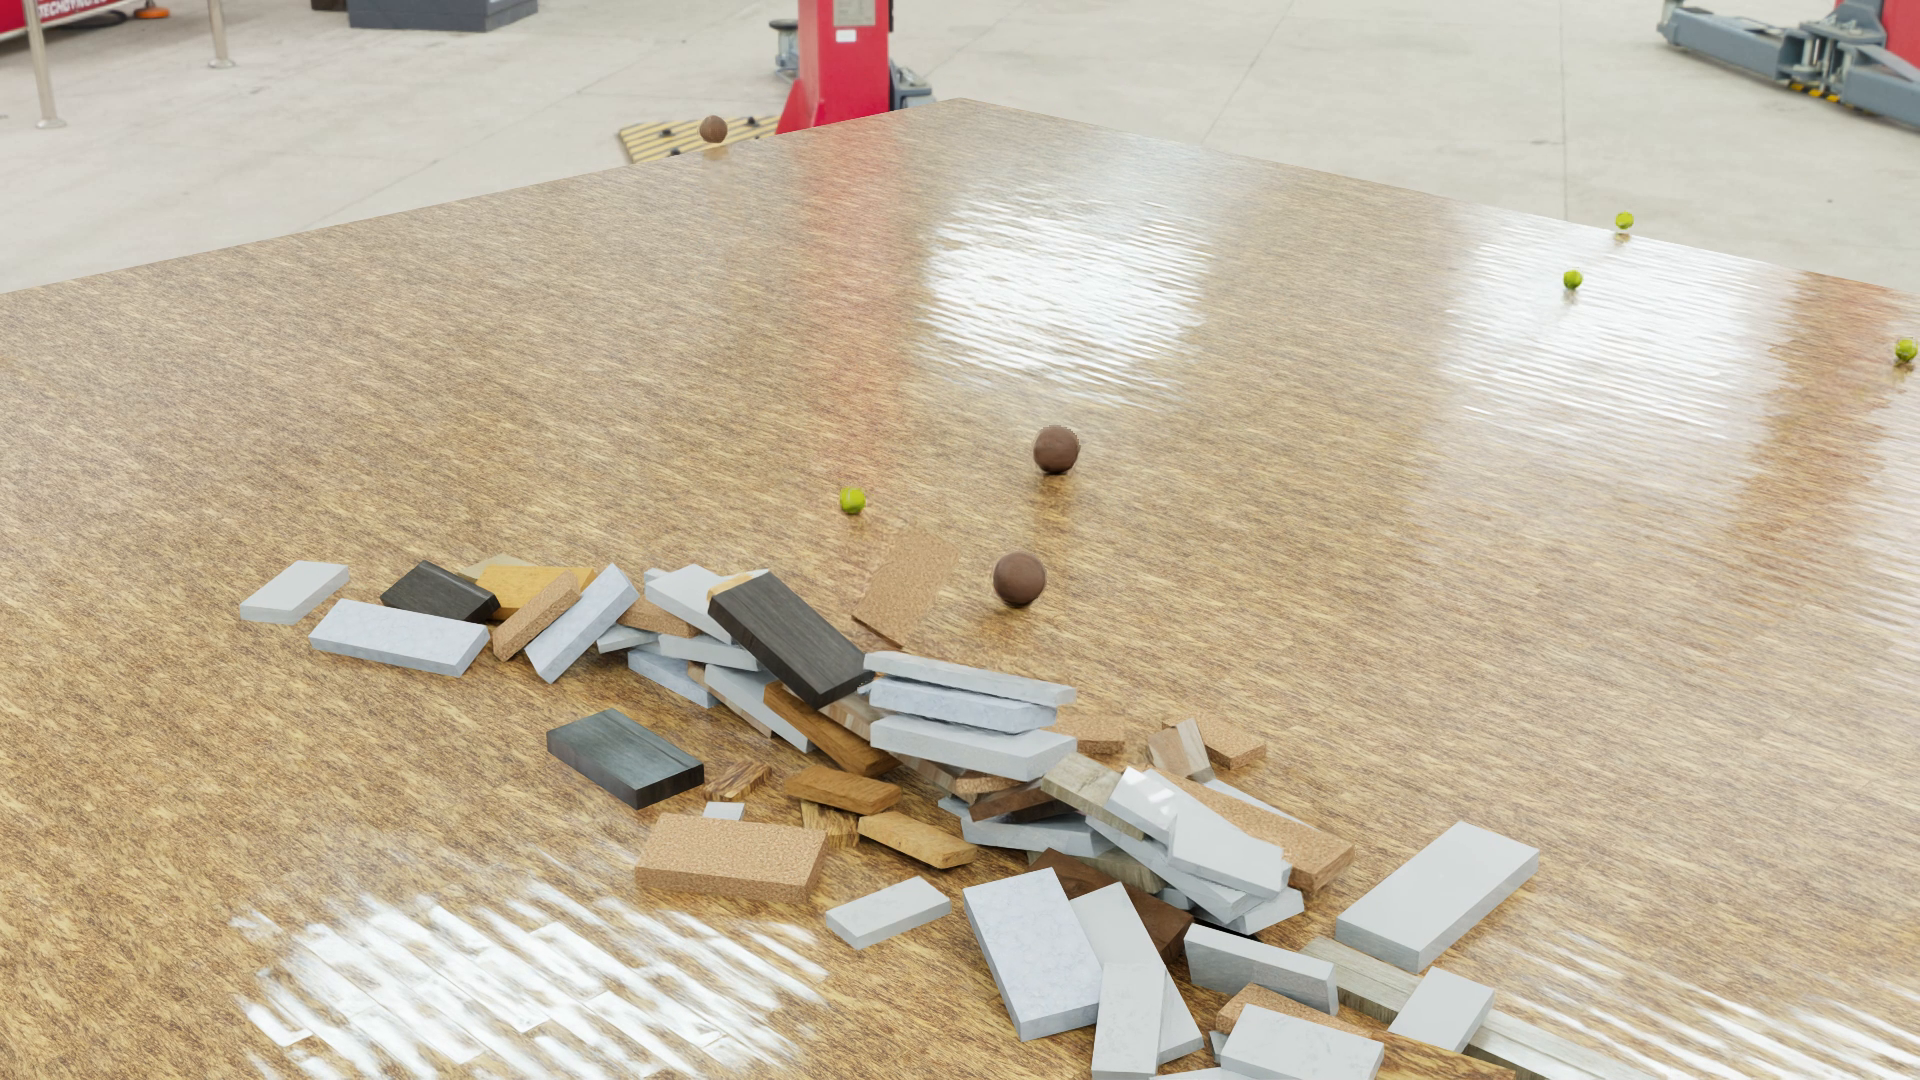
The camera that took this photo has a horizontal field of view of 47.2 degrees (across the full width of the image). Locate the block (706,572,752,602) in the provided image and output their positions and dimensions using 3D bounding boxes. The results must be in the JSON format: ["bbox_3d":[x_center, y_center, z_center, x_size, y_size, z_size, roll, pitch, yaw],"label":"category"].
[{"bbox_3d":[-0.431,0.164,4.758,0.225,0.032,0.113,38,40,25],"label":"block"}]

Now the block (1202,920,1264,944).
[{"bbox_3d":[0.501,0.721,4.012,0.056,0.016,0.112,-13,38,-33],"label":"block"}]

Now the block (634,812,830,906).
[{"bbox_3d":[-0.437,0.612,4.229,0.337,0.048,0.168,5,31,11],"label":"block"}]

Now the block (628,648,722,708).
[{"bbox_3d":[-0.611,0.296,5.011,0.144,0.041,0.289,-21,31,-41],"label":"block"}]

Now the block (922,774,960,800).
[{"bbox_3d":[-0.030,0.500,4.511,0.046,0.013,0.092,-5,29,-42],"label":"block"}]

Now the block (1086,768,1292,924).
[{"bbox_3d":[0.415,0.554,4.016,0.172,0.049,0.345,-22,43,-39],"label":"block"}]

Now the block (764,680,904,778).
[{"bbox_3d":[-0.250,0.382,4.656,0.161,0.046,0.322,-21,44,-41],"label":"block"}]

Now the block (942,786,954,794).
[{"bbox_3d":[0.014,0.512,4.477,0.092,0.013,0.046,26,24,21],"label":"block"}]

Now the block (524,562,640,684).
[{"bbox_3d":[-0.867,0.190,5.042,0.285,0.040,0.143,-45,32,-2],"label":"block"}]

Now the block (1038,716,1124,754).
[{"bbox_3d":[0.244,0.418,4.735,0.218,0.031,0.109,1,23,2],"label":"block"}]

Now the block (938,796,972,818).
[{"bbox_3d":[0.004,0.543,4.465,0.092,0.013,0.046,21,31,40],"label":"block"}]

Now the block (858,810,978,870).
[{"bbox_3d":[-0.084,0.586,4.303,0.216,0.031,0.108,18,12,36],"label":"block"}]

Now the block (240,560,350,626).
[{"bbox_3d":[-1.634,0.128,5.409,0.139,0.039,0.278,5,24,13],"label":"block"}]

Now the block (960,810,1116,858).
[{"bbox_3d":[0.185,0.549,4.274,0.345,0.049,0.172,-1,14,46],"label":"block"}]

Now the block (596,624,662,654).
[{"bbox_3d":[-0.757,0.215,5.026,0.150,0.021,0.075,-13,30,-13],"label":"block"}]

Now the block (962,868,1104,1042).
[{"bbox_3d":[0.136,0.727,3.884,0.171,0.049,0.343,-12,35,-12],"label":"block"}]

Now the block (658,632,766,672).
[{"bbox_3d":[-0.499,0.224,4.857,0.322,0.046,0.161,6,21,43],"label":"block"}]

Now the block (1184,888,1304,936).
[{"bbox_3d":[0.498,0.660,4.042,0.130,0.037,0.261,-17,11,-28],"label":"block"}]

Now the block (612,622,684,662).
[{"bbox_3d":[-0.721,0.204,5.123,0.289,0.041,0.144,13,26,29],"label":"block"}]

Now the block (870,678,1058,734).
[{"bbox_3d":[0.006,0.334,4.493,0.344,0.049,0.172,8,5,31],"label":"block"}]

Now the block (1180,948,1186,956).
[{"bbox_3d":[0.429,0.730,3.968,0.112,0.056,0.016,15,32,32],"label":"block"}]

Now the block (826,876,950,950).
[{"bbox_3d":[-0.133,0.693,4.090,0.211,0.030,0.105,-16,28,-33],"label":"block"}]

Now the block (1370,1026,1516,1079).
[{"bbox_3d":[0.768,0.884,3.570,0.238,0.034,0.119,13,52,28],"label":"block"}]

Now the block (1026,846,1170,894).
[{"bbox_3d":[0.304,0.593,4.171,0.172,0.049,0.345,-19,13,-37],"label":"block"}]

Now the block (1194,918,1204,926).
[{"bbox_3d":[0.427,0.717,4.051,0.056,0.016,0.112,-20,30,-39],"label":"block"}]

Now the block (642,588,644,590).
[{"bbox_3d":[-0.701,0.133,5.421,0.150,0.021,0.075,17,28,34],"label":"block"}]

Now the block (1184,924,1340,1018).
[{"bbox_3d":[0.523,0.753,3.814,0.261,0.130,0.037,12,48,26],"label":"block"}]

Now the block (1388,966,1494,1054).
[{"bbox_3d":[0.796,0.824,3.703,0.116,0.033,0.231,17,43,34],"label":"block"}]

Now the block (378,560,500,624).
[{"bbox_3d":[-1.252,0.148,5.290,0.294,0.042,0.147,21,53,40],"label":"block"}]

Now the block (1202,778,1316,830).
[{"bbox_3d":[0.563,0.567,4.374,0.142,0.040,0.283,-19,29,-37],"label":"block"}]

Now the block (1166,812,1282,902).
[{"bbox_3d":[0.471,0.561,3.902,0.203,0.029,0.102,19,43,-6],"label":"block"}]

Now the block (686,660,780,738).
[{"bbox_3d":[-0.456,0.328,4.865,0.144,0.041,0.289,-21,42,-41],"label":"block"}]

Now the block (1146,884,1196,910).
[{"bbox_3d":[0.362,0.637,4.111,0.261,0.037,0.130,-1,14,45],"label":"block"}]

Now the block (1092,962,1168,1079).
[{"bbox_3d":[0.285,0.809,3.692,0.105,0.030,0.211,0,45,12],"label":"block"}]

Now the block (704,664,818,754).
[{"bbox_3d":[-0.387,0.338,4.781,0.322,0.046,0.161,31,37,32],"label":"block"}]
